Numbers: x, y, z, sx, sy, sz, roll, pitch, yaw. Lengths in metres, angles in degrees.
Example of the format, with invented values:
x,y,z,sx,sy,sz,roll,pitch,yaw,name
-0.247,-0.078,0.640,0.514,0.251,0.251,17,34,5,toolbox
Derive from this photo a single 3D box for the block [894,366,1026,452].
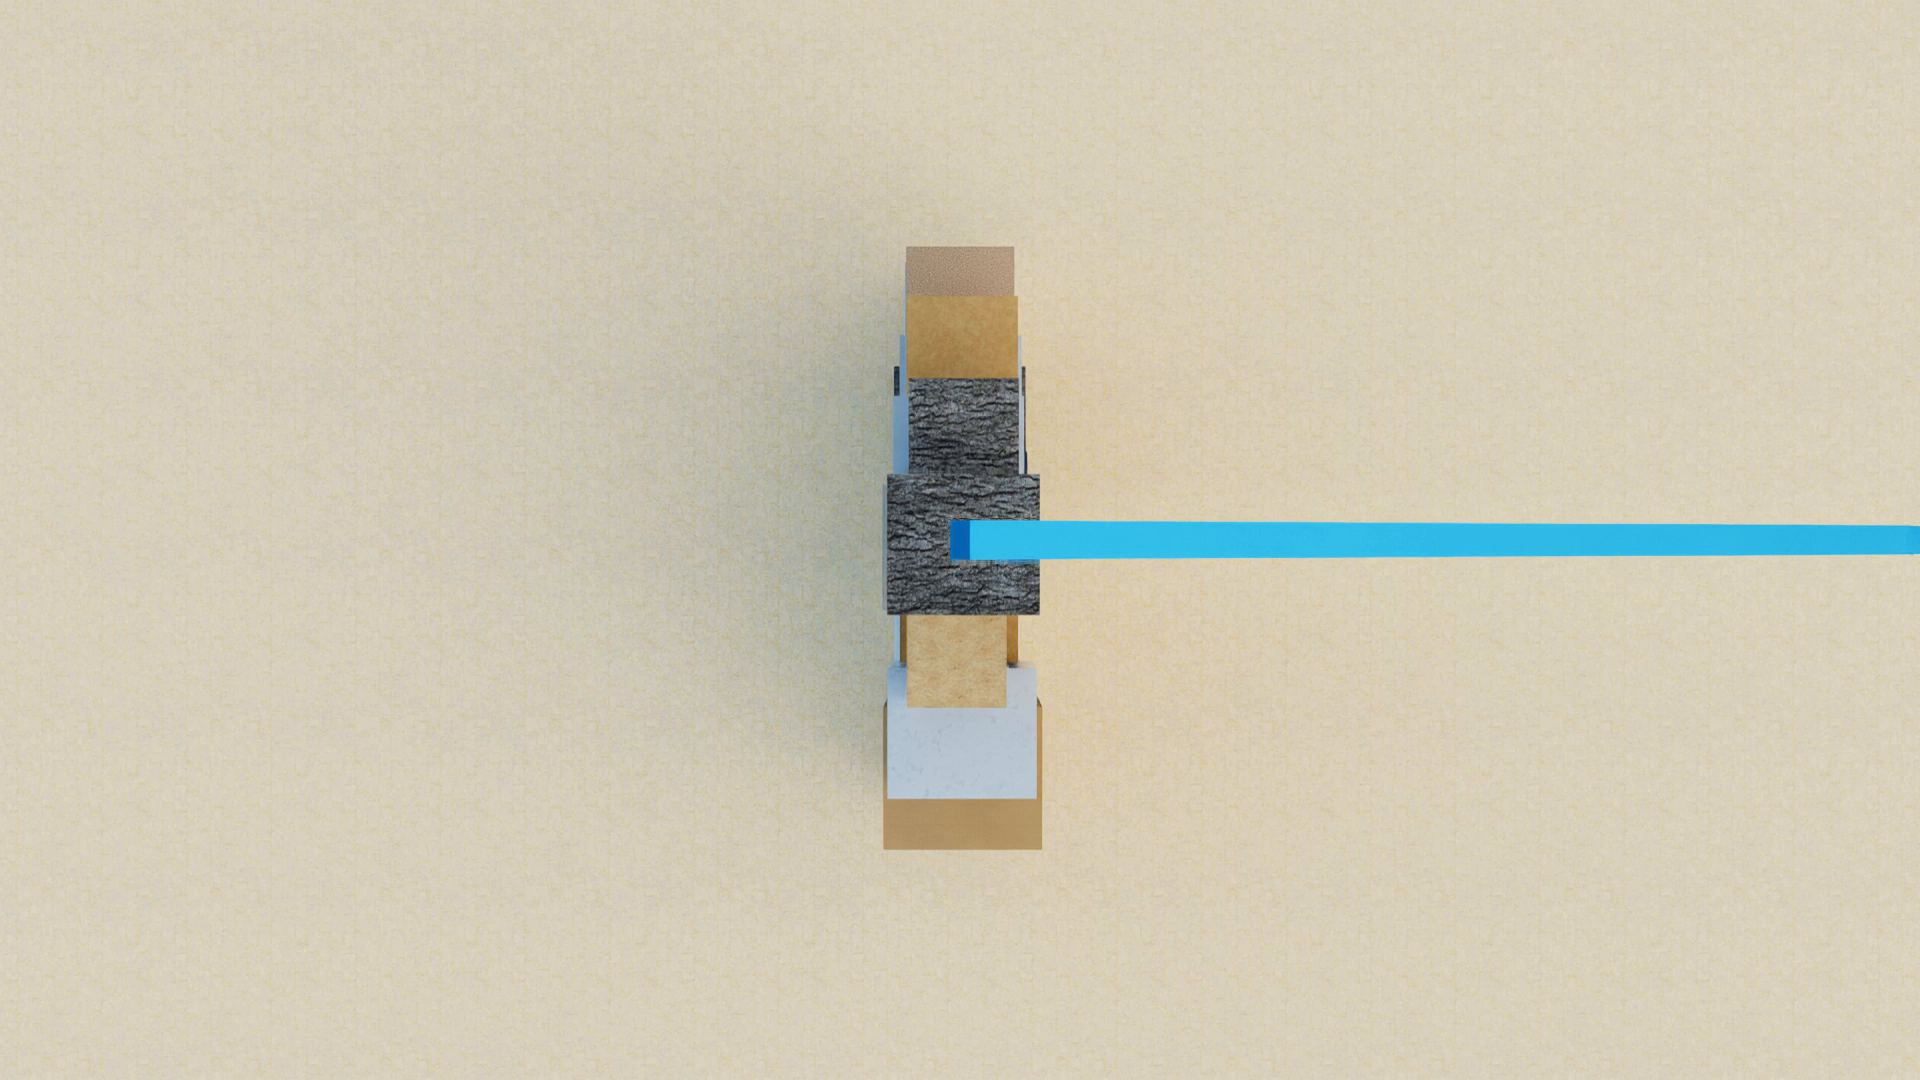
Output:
x,y,z,sx,sy,sz,roll,pitch,yaw,name
-0.001,-0.621,12.639,0.735,0.723,0.697,0,90,0,block

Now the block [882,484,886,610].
x,y,z,sx,sy,sz,roll,pitch,yaw,name
-0.018,0.031,10.649,0.690,0.671,0.587,0,90,0,block

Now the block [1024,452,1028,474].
x,y,z,sx,sy,sz,roll,pitch,yaw,name
0.005,-0.091,11.925,0.699,0.706,0.755,0,90,0,block

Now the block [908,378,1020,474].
x,y,z,sx,sy,sz,roll,pitch,yaw,name
0.018,-0.523,10.740,0.527,0.482,0.501,0,90,0,block

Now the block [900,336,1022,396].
x,y,z,sx,sy,sz,roll,pitch,yaw,name
0.003,-0.787,12.004,0.650,0.546,0.613,0,90,0,block

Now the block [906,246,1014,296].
x,y,z,sx,sy,sz,roll,pitch,yaw,name
0.002,-1.349,12.211,0.587,0.535,0.491,0,90,0,block

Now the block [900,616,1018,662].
x,y,z,sx,sy,sz,roll,pitch,yaw,name
-0.005,0.290,11.303,0.596,0.543,0.639,0,90,0,block

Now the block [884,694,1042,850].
x,y,z,sx,sy,sz,roll,pitch,yaw,name
0.014,1.229,11.827,0.825,0.880,0.741,0,91,0,block

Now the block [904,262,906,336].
x,y,z,sx,sy,sz,roll,pitch,yaw,name
-0.002,-1.278,12.739,0.621,0.521,0.597,0,90,0,block

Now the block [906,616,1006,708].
x,y,z,sx,sy,sz,roll,pitch,yaw,name
-0.015,0.558,10.451,0.464,0.453,0.456,0,89,0,block

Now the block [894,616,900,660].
x,y,z,sx,sy,sz,roll,pitch,yaw,name
-0.019,0.695,12.632,0.694,0.736,0.641,0,90,0,block

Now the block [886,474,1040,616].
x,y,z,sx,sy,sz,roll,pitch,yaw,name
0.014,0.017,9.133,0.618,0.524,0.569,0,90,0,block

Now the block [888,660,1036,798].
x,y,z,sx,sy,sz,roll,pitch,yaw,name
0.010,0.941,11.029,0.725,0.707,0.632,0,90,0,block

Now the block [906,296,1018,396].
x,y,z,sx,sy,sz,roll,pitch,yaw,name
0.011,-0.991,11.489,0.570,0.485,0.511,0,90,0,block

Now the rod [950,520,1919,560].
x,y,z,sx,sy,sz,roll,pitch,yaw,name
2.234,0.000,5.852,5.200,0.080,0.080,0,90,-31,rod

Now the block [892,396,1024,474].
x,y,z,sx,sy,sz,roll,pitch,yaw,name
-0.007,-0.380,11.276,0.655,0.589,0.681,0,90,0,block
